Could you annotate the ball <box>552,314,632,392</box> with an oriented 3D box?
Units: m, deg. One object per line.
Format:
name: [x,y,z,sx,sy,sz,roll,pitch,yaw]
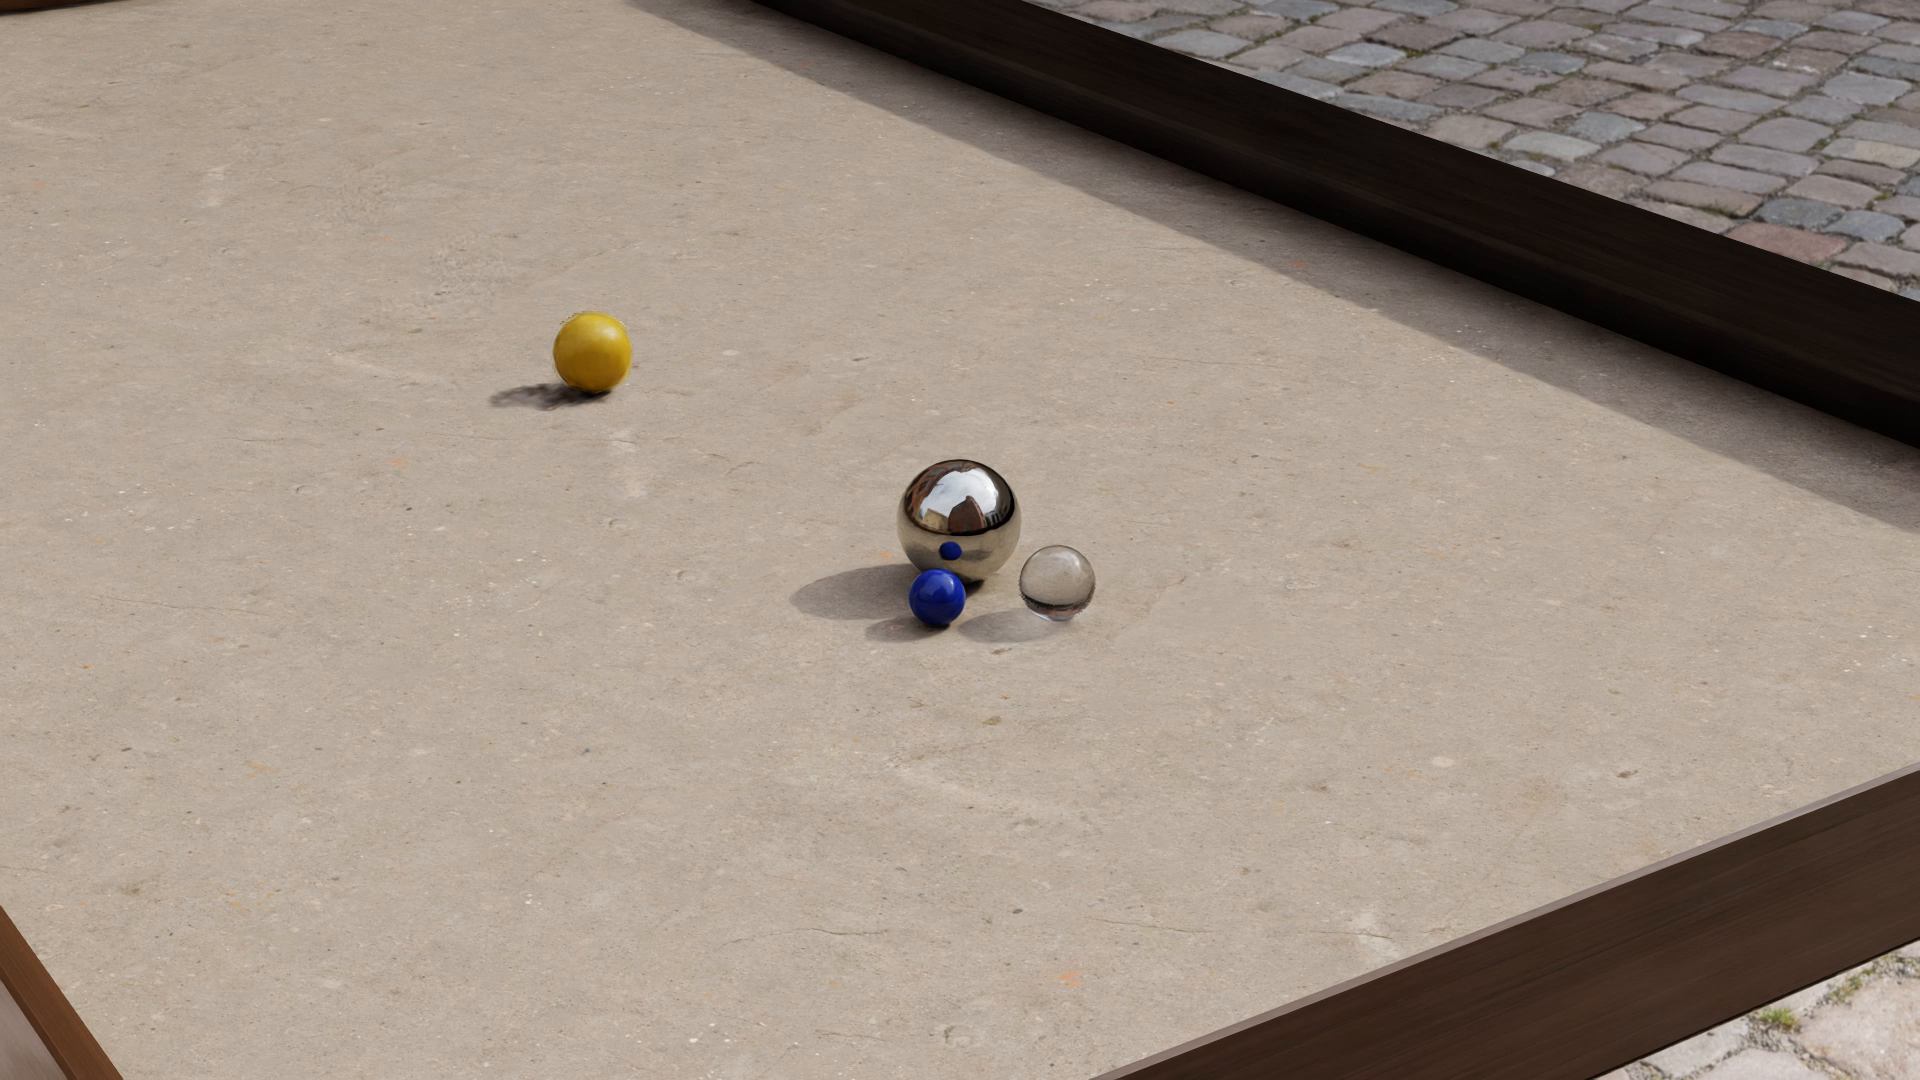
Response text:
ball: [-0.336,-0.171,2.686,0.072,0.072,0.072,0,23,0]

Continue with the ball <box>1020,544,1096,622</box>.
ball: [0.074,0.033,2.232,0.058,0.058,0.058,0,23,0]

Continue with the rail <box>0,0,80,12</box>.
rail: [-1.276,-0.795,4.061,1.708,0.127,0.045,-15,27,-30]

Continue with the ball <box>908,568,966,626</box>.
ball: [-0.017,0.043,2.226,0.044,0.044,0.044,0,23,0]

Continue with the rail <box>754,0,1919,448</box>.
rail: [0.263,-0.468,3.303,0.045,0.127,3.122,-15,27,-30]

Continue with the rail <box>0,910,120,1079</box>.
rail: [-1.123,-0.106,2.463,0.045,0.127,3.122,-15,27,-30]

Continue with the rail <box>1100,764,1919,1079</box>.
rail: [0.417,0.222,1.705,1.708,0.127,0.045,-15,27,-30]

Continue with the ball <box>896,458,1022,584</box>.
ball: [-0.001,-0.014,2.291,0.098,0.098,0.098,0,23,0]
